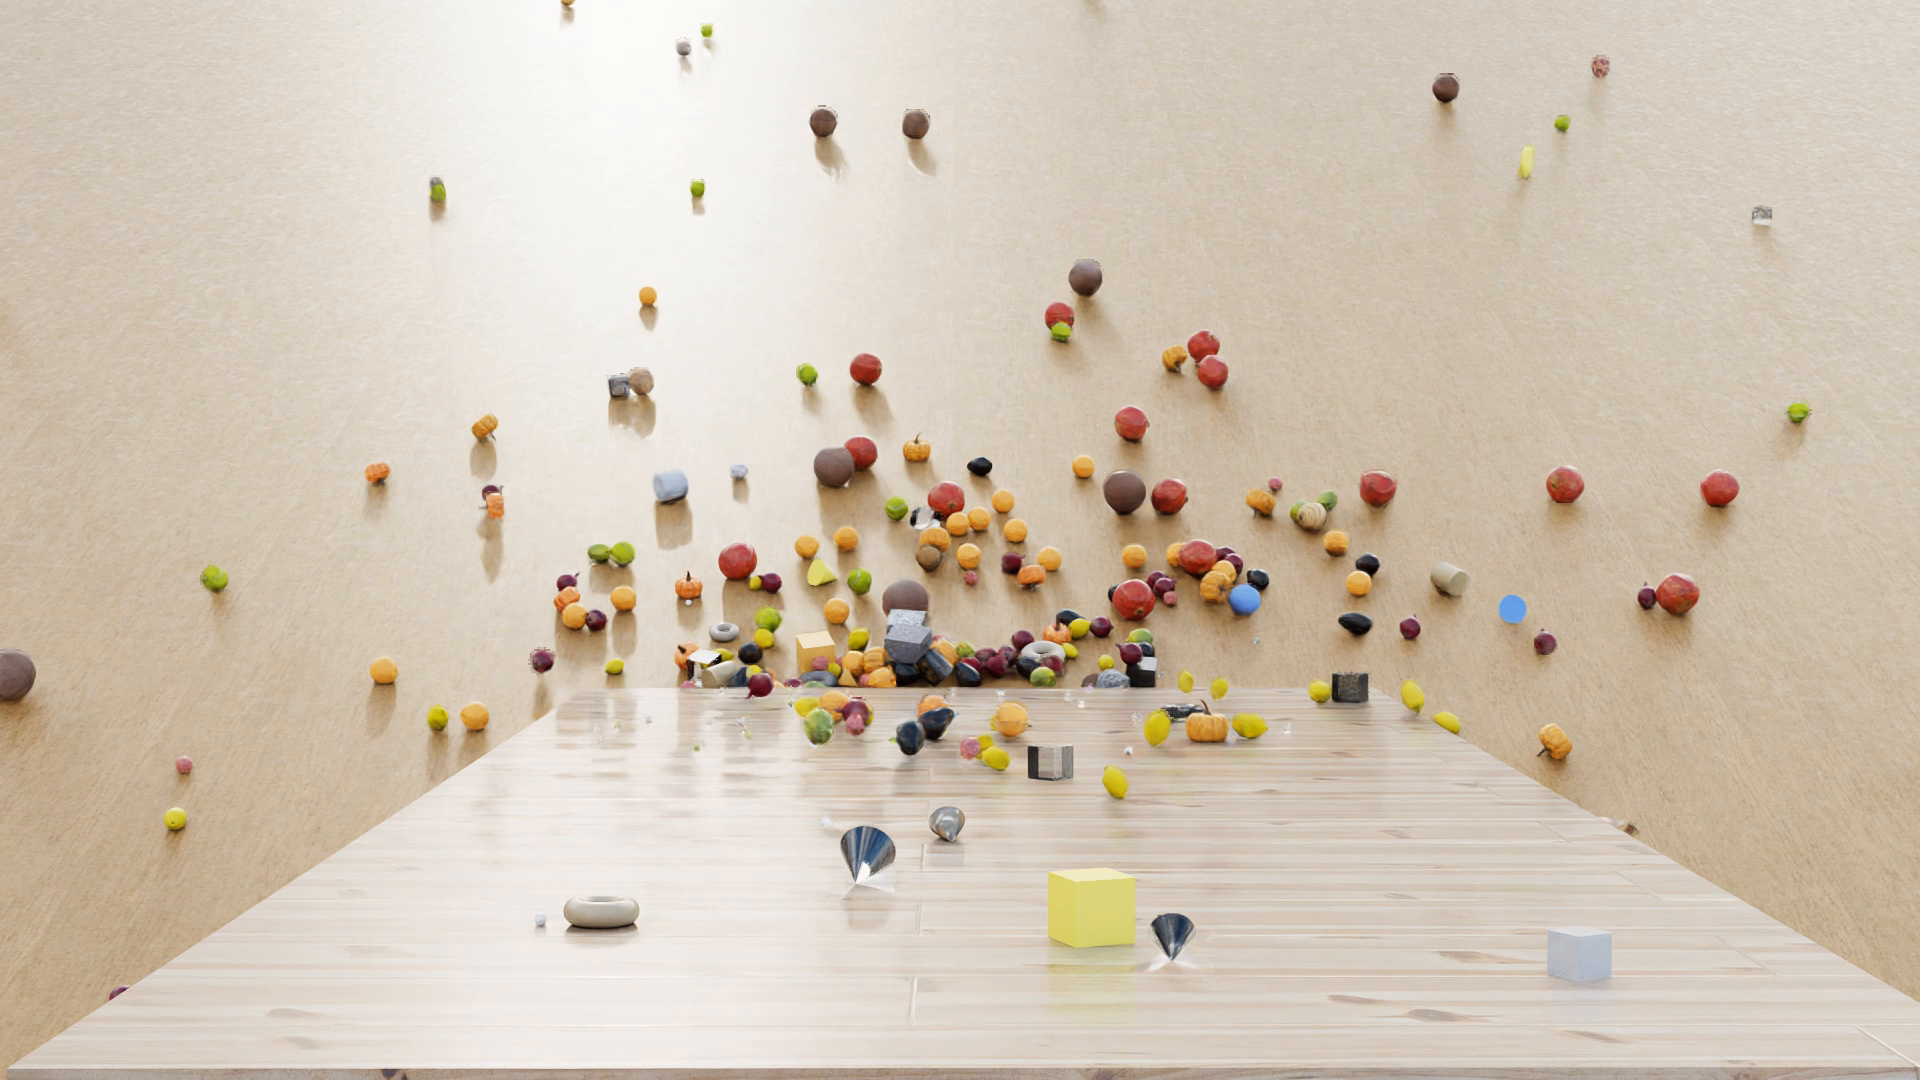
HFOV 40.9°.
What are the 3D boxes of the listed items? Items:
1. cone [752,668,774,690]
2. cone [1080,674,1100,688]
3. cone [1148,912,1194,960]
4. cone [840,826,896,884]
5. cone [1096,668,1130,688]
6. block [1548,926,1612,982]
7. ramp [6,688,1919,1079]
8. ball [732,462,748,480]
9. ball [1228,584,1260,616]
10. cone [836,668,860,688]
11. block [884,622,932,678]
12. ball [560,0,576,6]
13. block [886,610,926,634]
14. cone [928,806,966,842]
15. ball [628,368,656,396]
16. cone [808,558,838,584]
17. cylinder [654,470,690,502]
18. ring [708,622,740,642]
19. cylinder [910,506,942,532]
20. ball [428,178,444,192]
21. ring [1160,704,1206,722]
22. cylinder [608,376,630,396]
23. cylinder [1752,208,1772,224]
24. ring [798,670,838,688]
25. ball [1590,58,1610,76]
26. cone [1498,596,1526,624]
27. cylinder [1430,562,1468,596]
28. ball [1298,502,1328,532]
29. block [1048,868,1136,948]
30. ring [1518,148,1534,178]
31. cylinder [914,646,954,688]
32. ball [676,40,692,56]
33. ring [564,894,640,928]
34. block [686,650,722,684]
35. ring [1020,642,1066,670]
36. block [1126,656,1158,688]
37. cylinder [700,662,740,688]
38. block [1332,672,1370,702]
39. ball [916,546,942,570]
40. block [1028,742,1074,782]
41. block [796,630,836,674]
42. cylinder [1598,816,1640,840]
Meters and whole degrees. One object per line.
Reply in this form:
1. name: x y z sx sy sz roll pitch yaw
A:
1. cone: -0.509 0.364 6.519 0.057 0.057 0.057 7 45 15
2. cone: 0.354 0.385 6.710 0.072 0.072 0.072 4 -2 8
3. cone: 0.255 0.489 3.095 0.057 0.057 0.057 1 34 1
4. cone: -0.139 0.463 3.652 0.082 0.082 0.082 4 29 9
5. cone: 0.416 0.366 6.624 0.097 0.097 0.097 -13 -11 -26
6. block: 0.719 0.479 2.988 0.052 0.052 0.052 -1 2 -31
7. ramp: 0.055 0.499 4.546 2.000 0.100 4.000 0 2 0
8. ball: -0.688 -0.215 8.034 0.052 0.052 0.052 0 24 0
9. ball: 0.788 0.166 7.136 0.085 0.085 0.085 0 24 0
10. cone: -0.287 0.372 6.750 0.054 0.054 0.054 31 28 2
11. block: -0.137 0.292 6.836 0.100 0.100 0.100 7 25 16
12. ball: -2.166 -2.992 14.221 0.091 0.091 0.091 0 24 0
13. block: -0.144 0.251 6.935 0.094 0.094 0.094 3 24 6
14. cone: -0.016 0.455 4.014 0.058 0.058 0.058 -3 29 -8
15. ball: -1.075 -0.535 8.704 0.090 0.090 0.090 0 24 0
16. cone: -0.378 0.101 7.344 0.080 0.080 0.080 25 9 -33
17. cylinder: -0.884 -0.165 7.884 0.082 0.082 0.082 -15 28 -29
18. ring: -0.642 0.252 7.015 0.084 0.028 0.084 0 25 0
19. cylinder: -0.102 -0.061 7.669 0.066 0.066 0.066 15 28 30
20. ball: -2.217 -1.504 10.910 0.066 0.066 0.066 0 24 0
21. ring: 0.498 0.386 5.763 0.107 0.036 0.107 1 1 0
22. cylinder: -1.154 -0.521 8.702 0.064 0.064 0.064 -7 25 -15
23. cylinder: 3.269 -1.320 10.497 0.065 0.065 0.065 3 24 8
24. ring: -0.373 0.373 6.734 0.104 0.035 0.104 -1 24 0
25. ball: 3.172 -2.341 12.753 0.095 0.095 0.095 0 24 0
26. cone: 1.530 0.192 7.139 0.078 0.078 0.078 5 -2 11
27. cylinder: 1.381 0.110 7.272 0.076 0.076 0.076 -15 25 -30
28. ball: 1.049 -0.069 7.662 0.087 0.087 0.087 0 24 0
29. block: 0.164 0.457 3.205 0.081 0.081 0.081 -1 2 -22
30. ring: 2.440 -1.625 11.093 0.046 0.137 0.137 12 27 17
31. cylinder: -0.069 0.332 6.737 0.076 0.076 0.076 -42 5 5
32. ball: -1.410 -2.510 13.147 0.083 0.083 0.083 0 24 0
33. ring: -0.462 0.478 3.316 0.098 0.033 0.098 1 2 0
34. block: -0.673 0.336 6.778 0.067 0.067 0.067 11 26 23
35. ring: 0.221 0.308 6.874 0.122 0.041 0.122 -1 24 0
36. block: 0.474 0.355 6.724 0.075 0.075 0.075 4 24 9
37. cylinder: -0.625 0.360 6.716 0.072 0.072 0.072 -20 31 -37
38. block: 0.941 0.354 6.208 0.066 0.066 0.066 1 3 34
39. ball: -0.089 0.052 7.408 0.071 0.071 0.071 0 24 0
40. block: 0.167 0.410 4.764 0.061 0.061 0.061 2 3 40
41. block: -0.382 0.303 6.830 0.085 0.085 0.085 -7 25 -15
42. cylinder: 1.362 0.623 5.382 0.079 0.079 0.079 -14 12 -29
